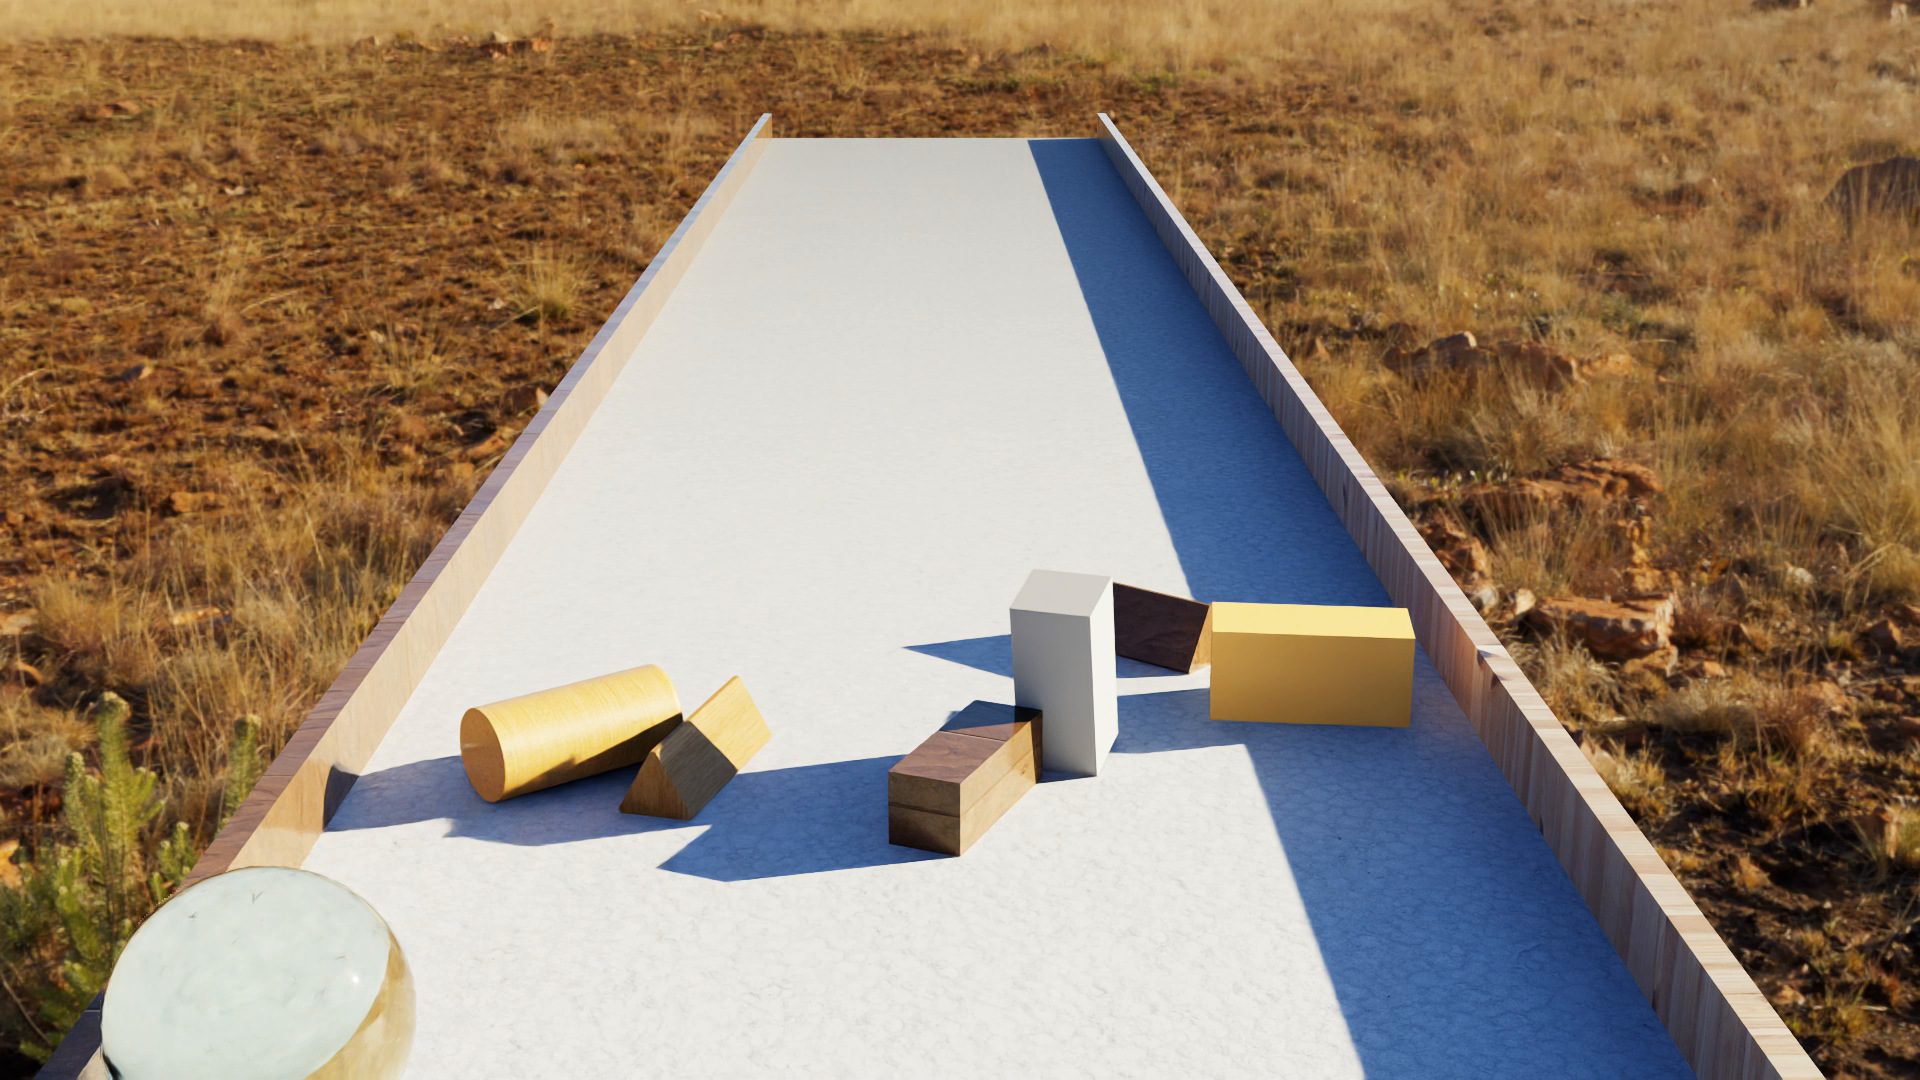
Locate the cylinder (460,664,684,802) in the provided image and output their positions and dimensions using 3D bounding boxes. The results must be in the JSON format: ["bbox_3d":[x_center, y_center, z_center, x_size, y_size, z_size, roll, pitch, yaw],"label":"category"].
[{"bbox_3d":[-0.673,0.332,3.821,0.348,0.164,0.164,-13,21,-37],"label":"cylinder"}]

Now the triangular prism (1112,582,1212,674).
[{"bbox_3d":[0.372,0.159,4.464,0.321,0.124,0.143,13,21,37],"label":"triangular prism"}]

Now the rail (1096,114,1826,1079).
[{"bbox_3d":[0.932,-0.844,7.801,0.050,0.150,12.000,0,17,-1],"label":"rail"}]

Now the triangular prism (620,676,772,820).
[{"bbox_3d":[-0.457,0.352,3.831,0.132,0.114,0.382,5,17,15],"label":"triangular prism"}]

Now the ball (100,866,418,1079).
[{"bbox_3d":[-0.841,0.576,2.651,0.364,0.364,0.364,0,17,0],"label":"ball"}]

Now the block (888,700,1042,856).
[{"bbox_3d":[0.013,0.393,3.682,0.127,0.127,0.355,7,18,23],"label":"block"}]

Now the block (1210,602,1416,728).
[{"bbox_3d":[0.657,0.233,4.138,0.367,0.174,0.174,2,17,6],"label":"block"}]

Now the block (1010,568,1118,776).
[{"bbox_3d":[0.184,0.232,3.844,0.143,0.322,0.143,6,29,18],"label":"block"}]

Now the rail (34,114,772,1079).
[{"bbox_3d":[-1.118,-0.838,7.780,0.050,0.150,12.000,0,17,-1],"label":"rail"}]
